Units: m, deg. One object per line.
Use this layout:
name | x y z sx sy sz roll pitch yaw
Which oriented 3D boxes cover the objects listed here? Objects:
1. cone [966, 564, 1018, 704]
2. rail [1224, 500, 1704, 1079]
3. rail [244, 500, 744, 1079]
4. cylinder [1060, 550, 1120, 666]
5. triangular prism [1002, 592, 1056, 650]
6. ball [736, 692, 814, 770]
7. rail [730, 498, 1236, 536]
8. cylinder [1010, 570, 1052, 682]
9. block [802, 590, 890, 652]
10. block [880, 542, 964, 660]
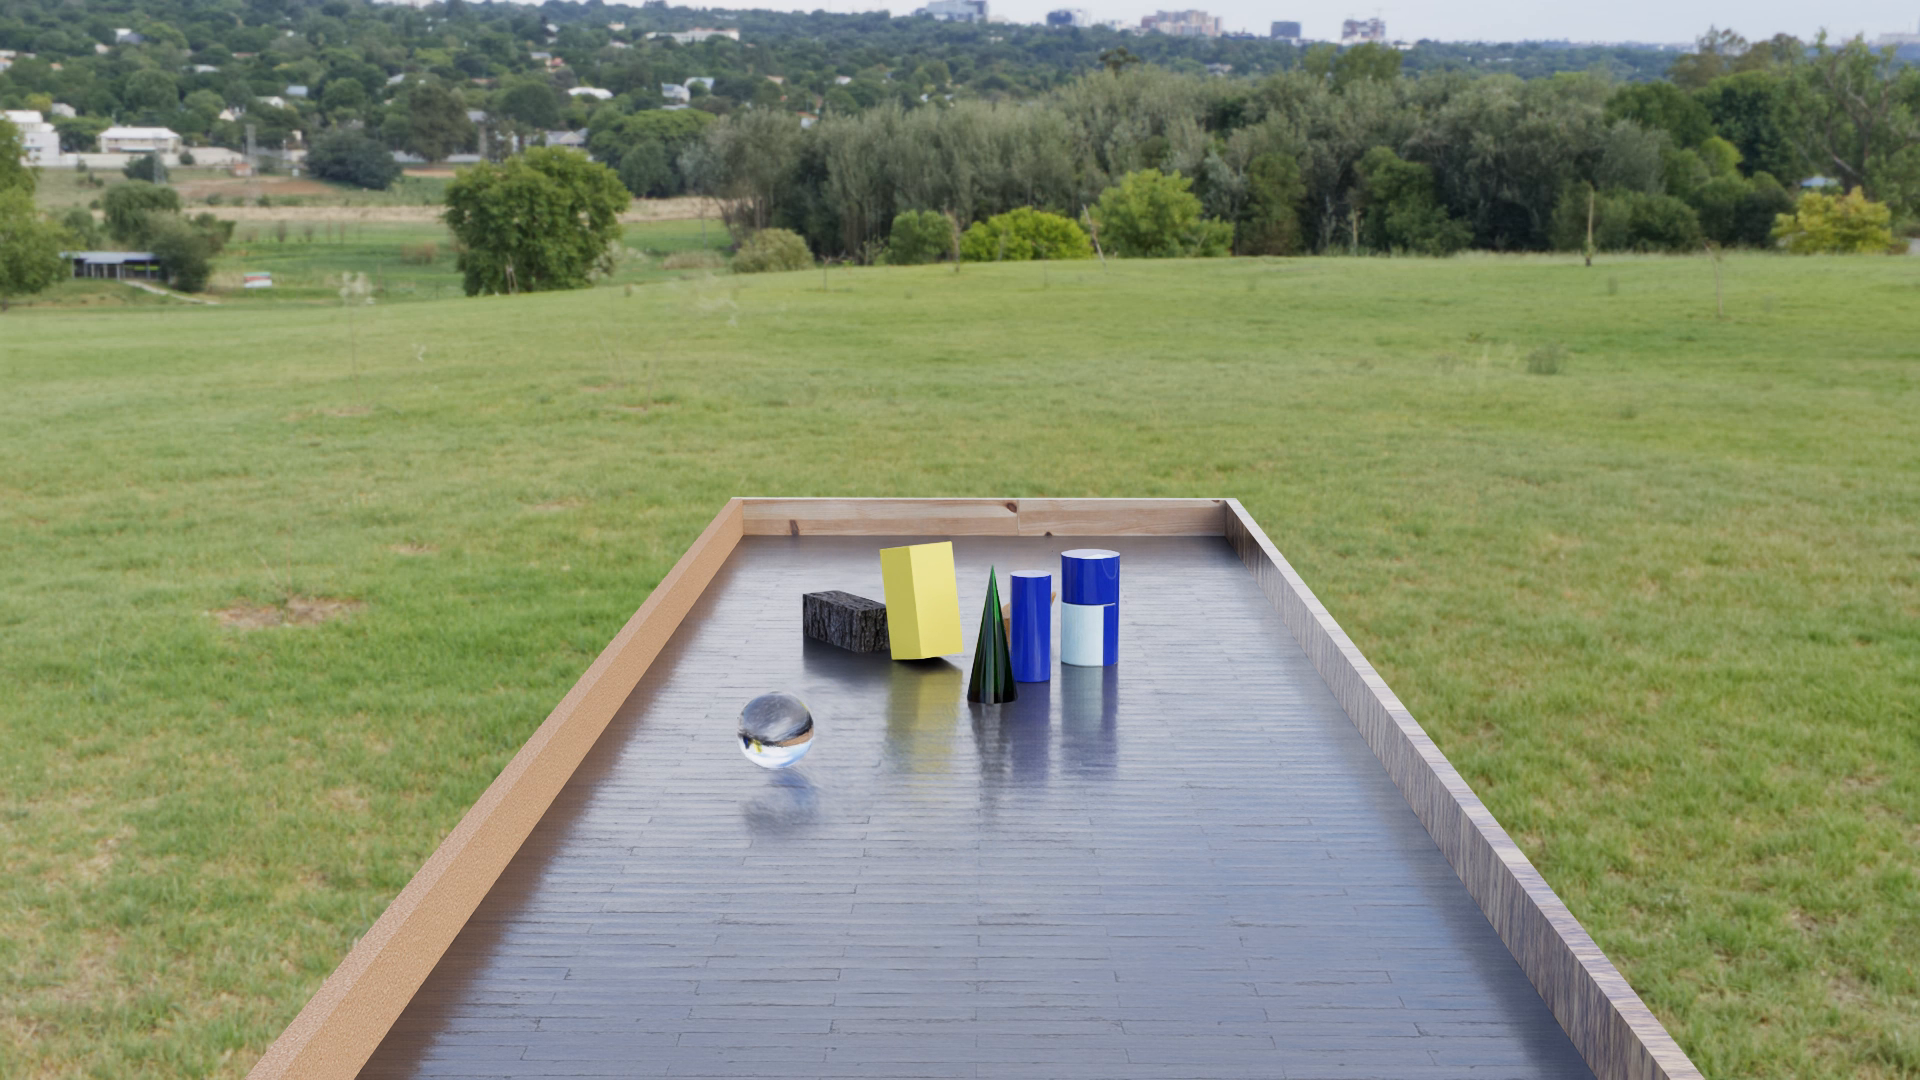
cone | 0.091 0.254 6.171 0.144 0.387 0.144 0 9 0
rail | 1.046 0.843 3.208 0.050 0.150 12.000 0 9 1
rail | -1.004 0.839 3.234 0.050 0.150 12.000 0 9 1
cylinder | 0.395 0.204 6.671 0.177 0.329 0.177 0 9 0
triangular prism | 0.208 0.237 6.989 0.108 0.124 0.458 -37 -3 19
ball | -0.456 0.470 5.429 0.191 0.191 0.191 0 9 0
rail | 0.099 -0.098 9.147 2.100 0.150 0.050 0 9 1
cylinder | 0.206 0.252 6.425 0.121 0.312 0.121 0 9 0
block | -0.357 0.256 6.978 0.131 0.131 0.354 -6 11 -32
block | -0.117 0.185 6.691 0.157 0.338 0.157 -7 1 -37
